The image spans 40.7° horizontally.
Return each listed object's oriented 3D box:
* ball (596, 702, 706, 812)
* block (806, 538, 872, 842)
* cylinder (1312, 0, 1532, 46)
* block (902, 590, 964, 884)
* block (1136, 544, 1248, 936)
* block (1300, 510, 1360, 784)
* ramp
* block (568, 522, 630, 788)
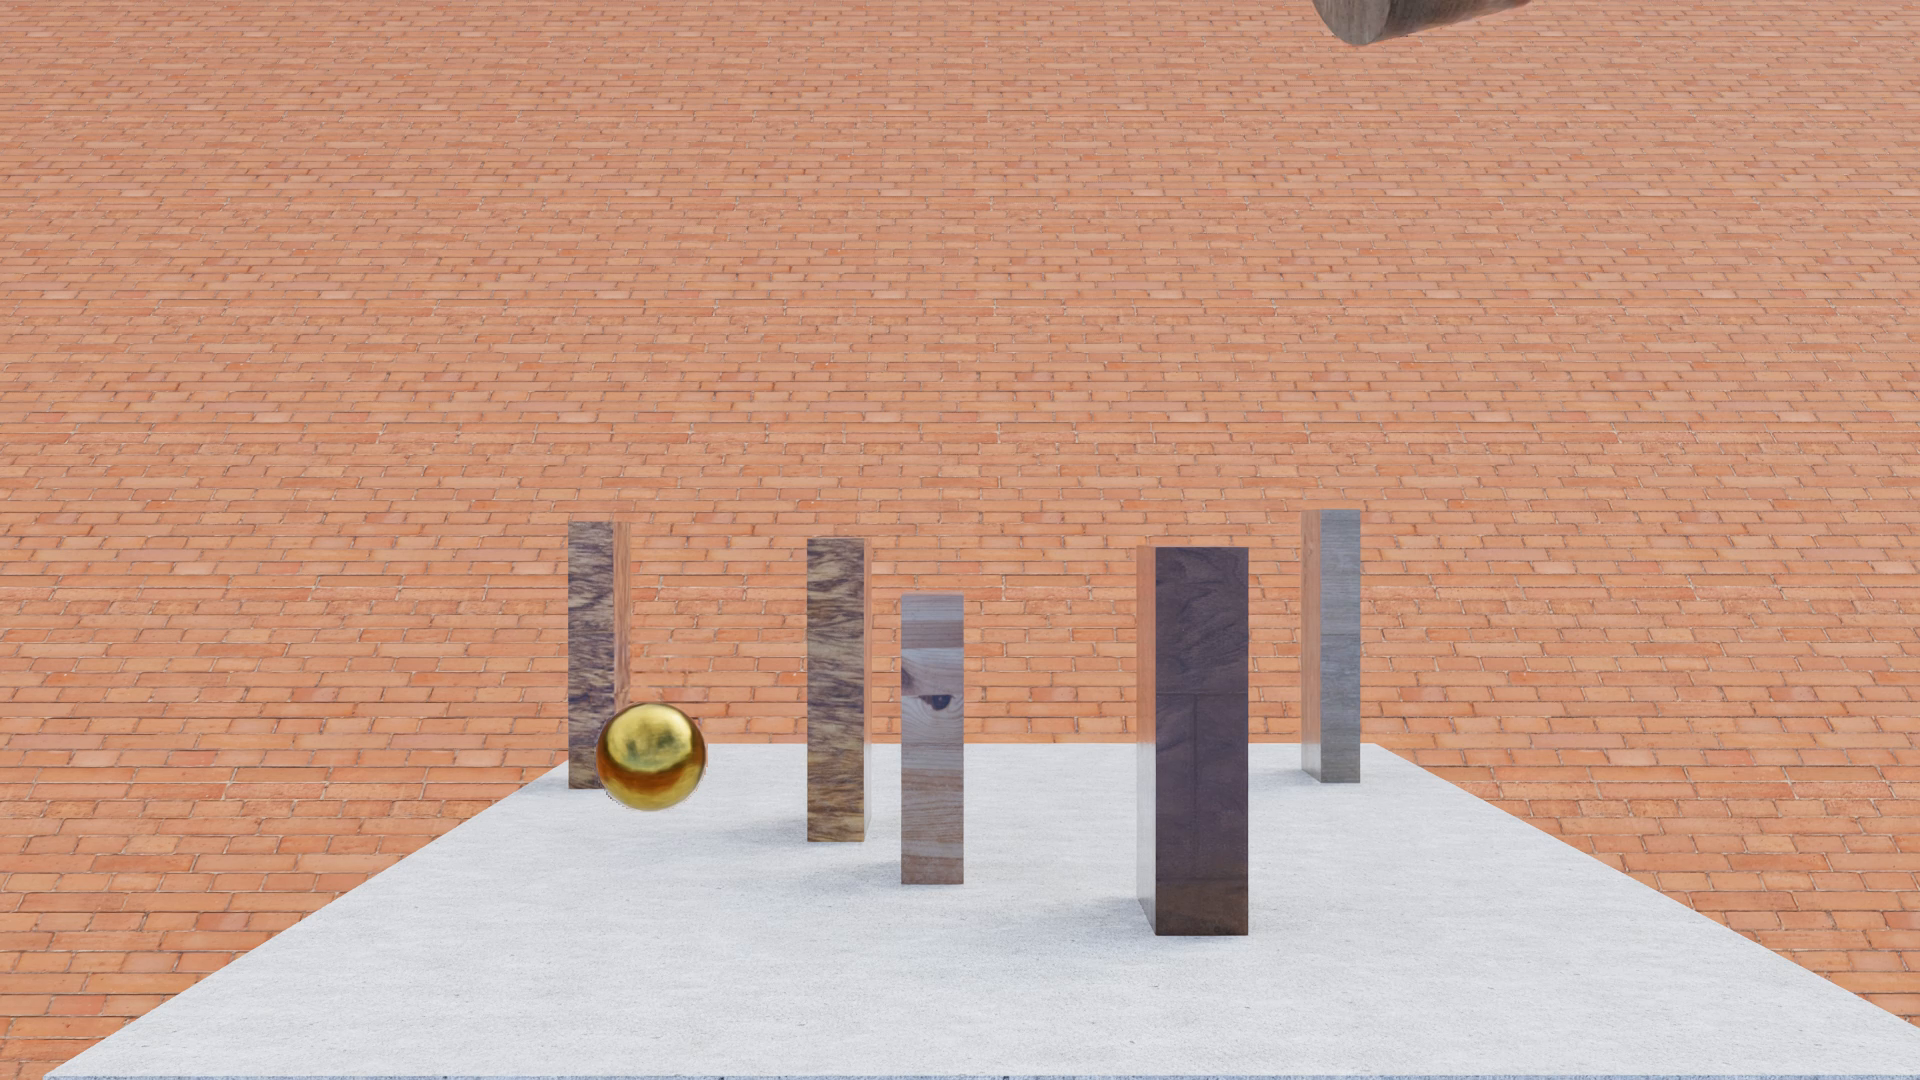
[{"bbox_3d":[-0.327,0.229,2.735,0.116,0.116,0.116,0,29,0],"label":"ball"},{"bbox_3d":[-0.220,0.264,4.774,0.101,0.537,0.408,0,0,0],"label":"block"},{"bbox_3d":[0.407,-0.531,2.267,0.162,0.162,0.162,-16,33,-18],"label":"cylinder"},{"bbox_3d":[-0.043,0.311,4.176,0.098,0.451,0.292,0,0,0],"label":"block"},{"bbox_3d":[0.330,0.274,3.711,0.127,0.530,0.373,0,0,0],"label":"block"},{"bbox_3d":[0.826,0.229,5.774,0.086,0.595,0.325,0,0,0],"label":"block"},{"bbox_3d":[0.065,0.584,4.631,2.000,0.100,4.000,0,0,0],"label":"ramp"},{"bbox_3d":[-0.785,0.244,5.640,0.096,0.569,0.292,0,0,0],"label":"block"}]
